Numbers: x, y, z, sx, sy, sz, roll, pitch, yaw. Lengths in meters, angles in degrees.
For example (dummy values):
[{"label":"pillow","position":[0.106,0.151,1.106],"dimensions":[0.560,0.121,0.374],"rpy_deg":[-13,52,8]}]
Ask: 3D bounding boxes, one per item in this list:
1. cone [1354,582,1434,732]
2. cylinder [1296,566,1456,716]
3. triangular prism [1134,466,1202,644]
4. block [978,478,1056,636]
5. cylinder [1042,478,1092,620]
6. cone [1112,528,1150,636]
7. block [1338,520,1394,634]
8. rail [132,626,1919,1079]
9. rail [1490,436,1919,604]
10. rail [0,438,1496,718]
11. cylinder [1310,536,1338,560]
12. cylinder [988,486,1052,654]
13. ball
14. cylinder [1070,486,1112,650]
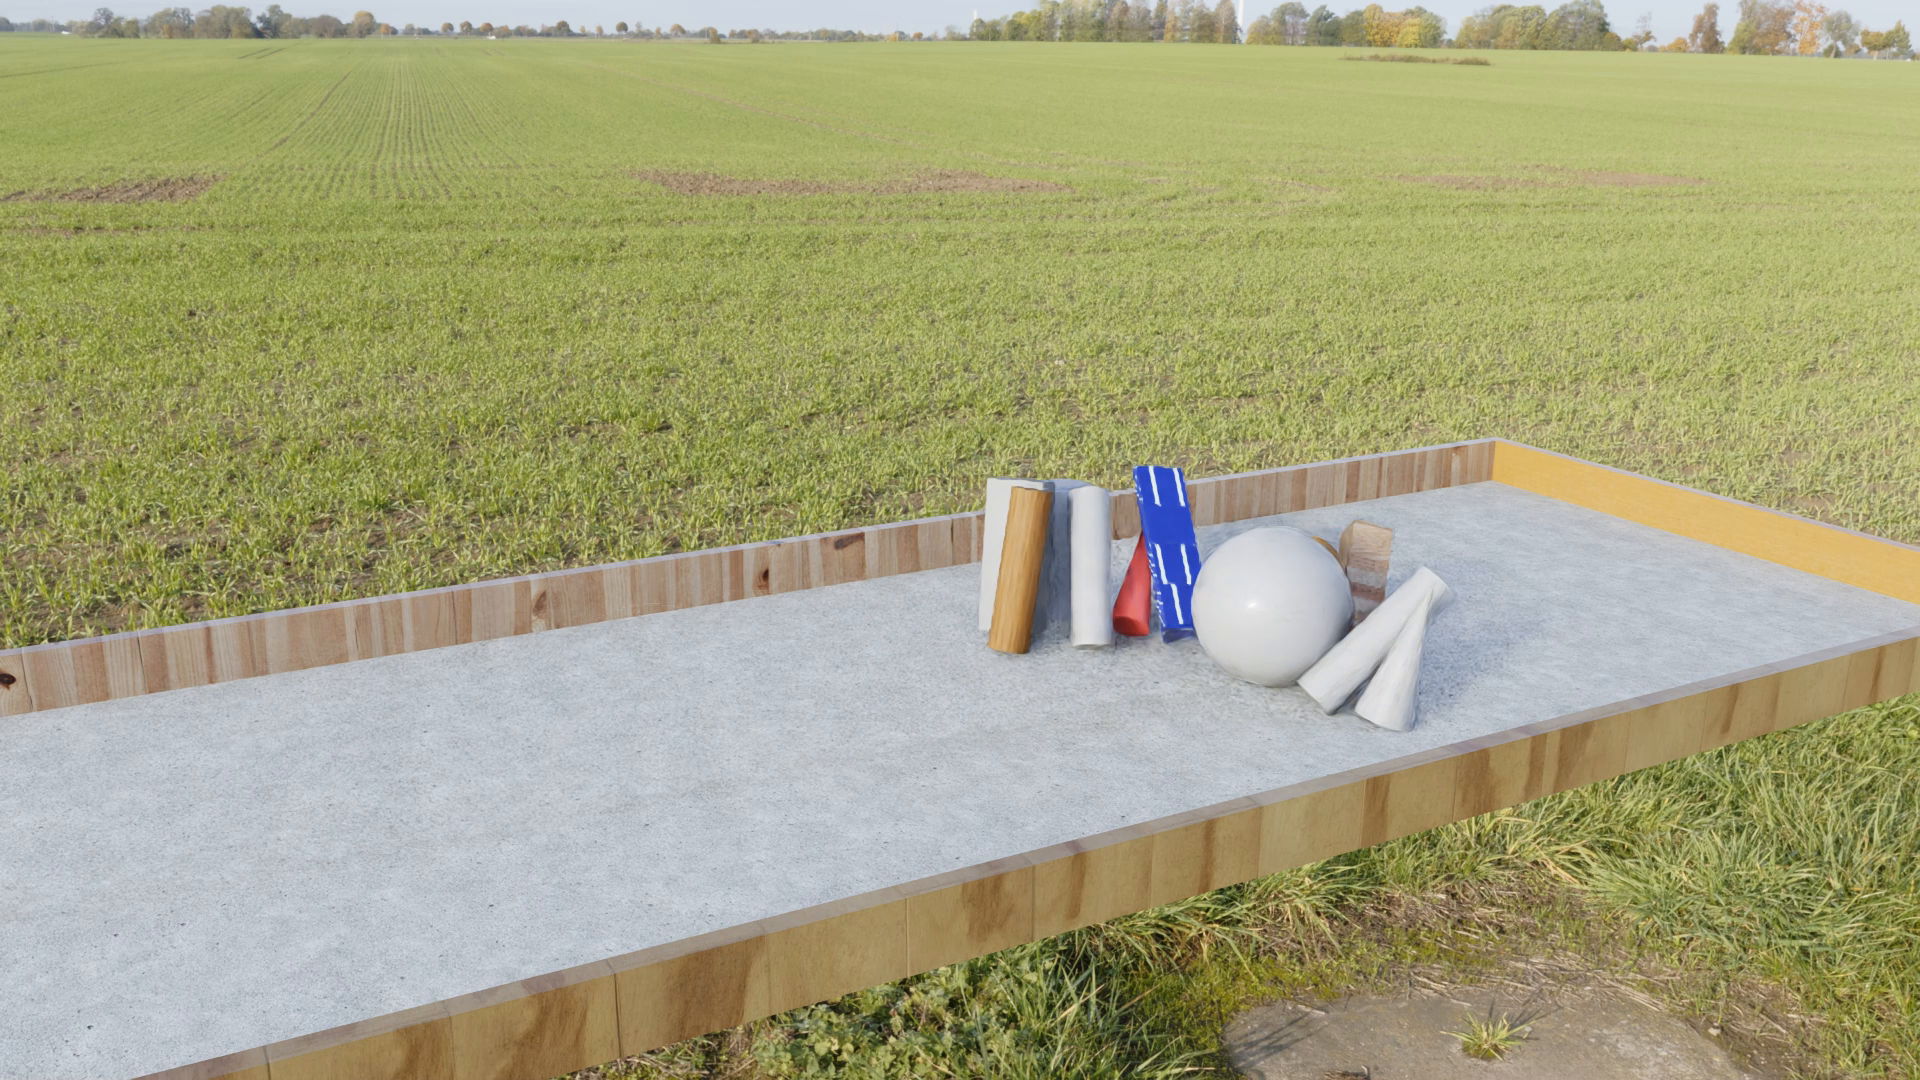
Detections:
[{"label":"cone","position":[1.041,0.254,3.824],"dimensions":[0.142,0.351,0.142],"rpy_deg":[15,15,-4]},{"label":"cylinder","position":[0.988,0.240,3.916],"dimensions":[0.404,0.112,0.112],"rpy_deg":[-43,20,2]},{"label":"triangular prism","position":[0.540,0.041,4.411],"dimensions":[0.147,0.458,0.127],"rpy_deg":[1,-23,-24]},{"label":"block","position":[0.154,0.042,4.448],"dimensions":[0.152,0.406,0.152],"rpy_deg":[4,3,15]},{"label":"cylinder","position":[0.286,0.026,4.613],"dimensions":[0.159,0.367,0.159],"rpy_deg":[0,16,0]},{"label":"cone","position":[0.494,0.067,4.509],"dimensions":[0.113,0.113,0.386],"rpy_deg":[5,61,16]},{"label":"block","position":[1.023,0.140,4.239],"dimensions":[0.105,0.361,0.105],"rpy_deg":[15,-23,-2]},{"label":"rail","position":[-2.336,1.006,1.665],"dimensions":[12.000,0.150,0.050],"rpy_deg":[-9,18,-27]},{"label":"rail","position":[2.466,-0.048,5.253],"dimensions":[0.050,0.150,2.100],"rpy_deg":[-9,18,-27]},{"label":"rail","position":[-3.305,0.497,3.399],"dimensions":[12.000,0.150,0.050],"rpy_deg":[-9,18,-27]},{"label":"cylinder","position":[0.876,0.135,4.404],"dimensions":[0.312,0.112,0.112],"rpy_deg":[-44,31,-11]},{"label":"cylinder","position":[0.157,0.077,4.314],"dimensions":[0.107,0.425,0.107],"rpy_deg":[9,4,-1]},{"label":"ball","position":[0.771,0.165,4.083],"dimensions":[0.394,0.394,0.394],"rpy_deg":[0,16,0]},{"label":"cylinder","position":[0.346,0.075,4.358],"dimensions":[0.107,0.418,0.107],"rpy_deg":[0,-12,0]}]
